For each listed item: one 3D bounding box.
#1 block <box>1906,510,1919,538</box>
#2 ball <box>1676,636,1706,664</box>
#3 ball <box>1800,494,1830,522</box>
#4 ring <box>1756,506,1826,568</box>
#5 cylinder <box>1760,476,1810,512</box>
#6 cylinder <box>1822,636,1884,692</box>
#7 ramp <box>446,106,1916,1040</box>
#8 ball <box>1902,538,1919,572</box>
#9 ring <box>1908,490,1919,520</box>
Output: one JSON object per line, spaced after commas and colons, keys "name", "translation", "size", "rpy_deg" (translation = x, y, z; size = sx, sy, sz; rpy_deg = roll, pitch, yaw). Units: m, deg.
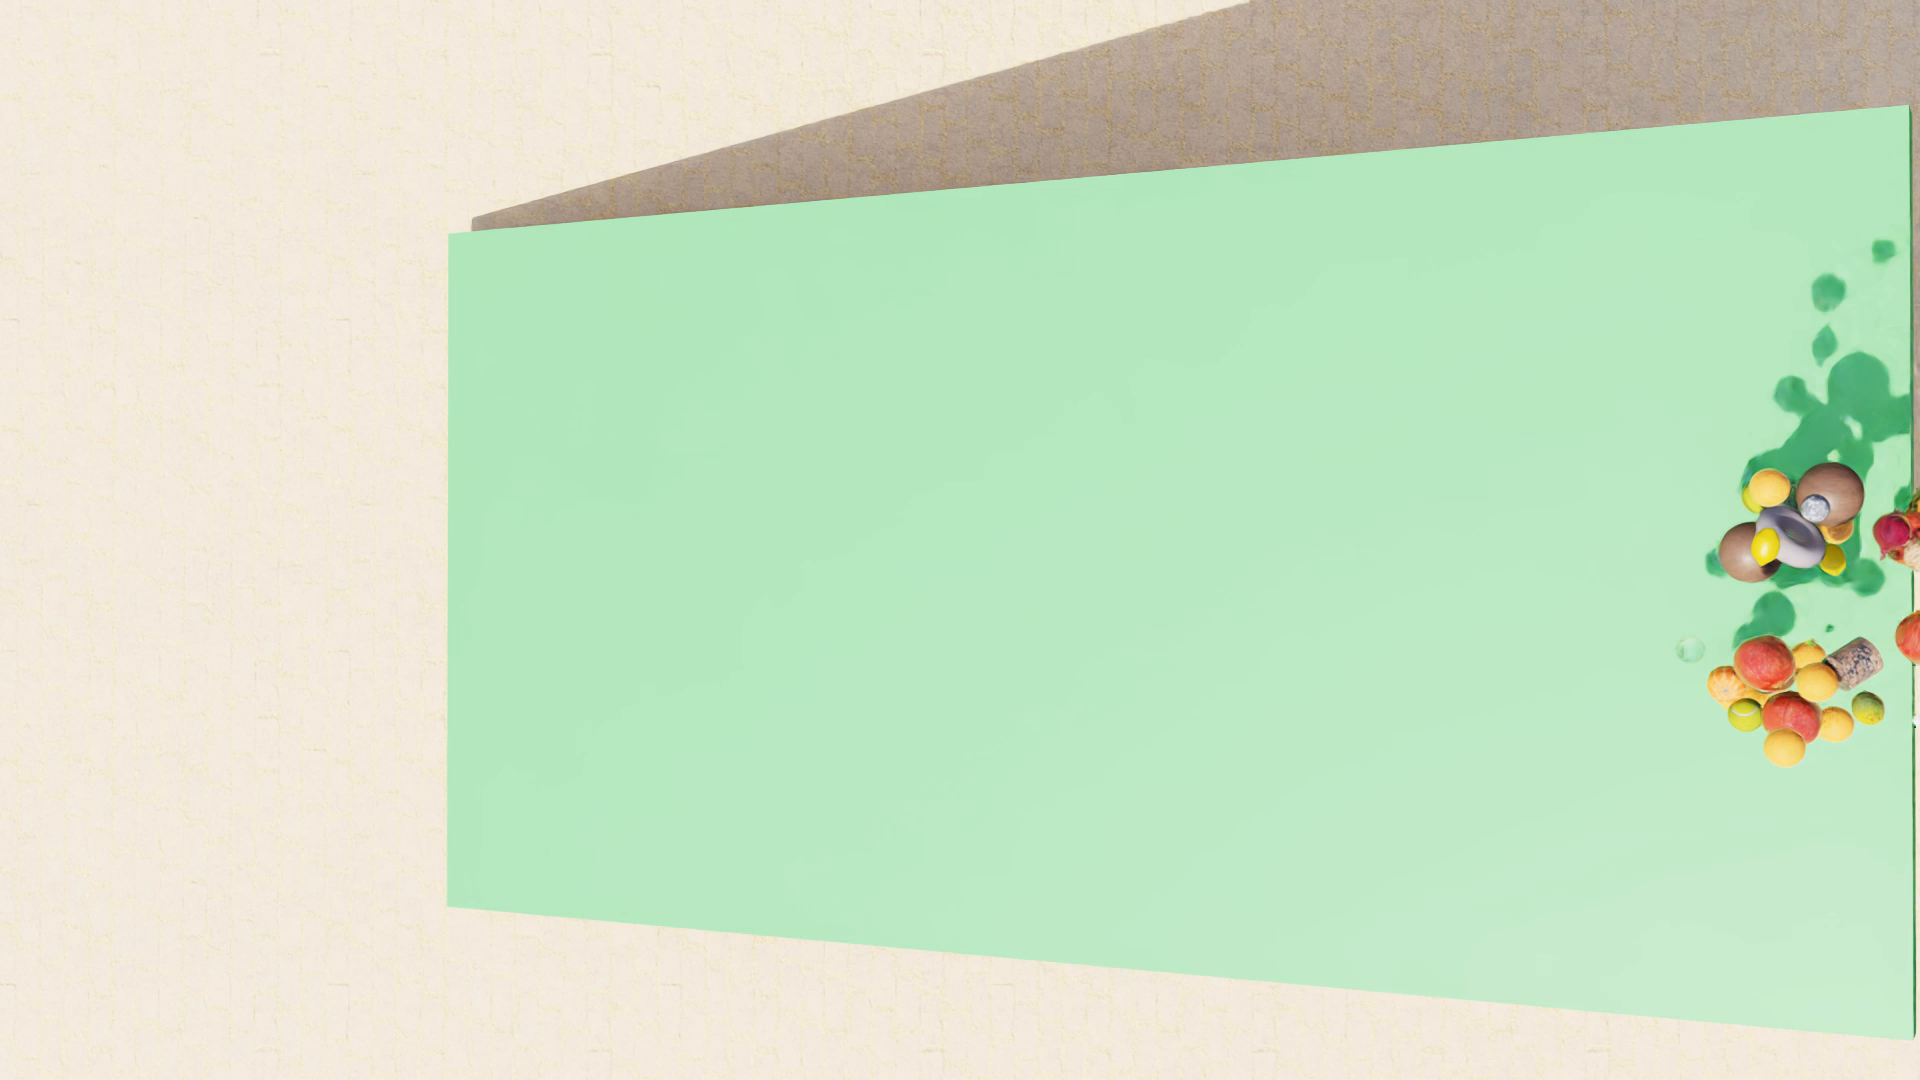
{"name": "block", "translation": [1.963, -0.025, 4.393], "size": [0.079, 0.079, 0.079], "rpy_deg": [24, 103, -15]}
{"name": "ball", "translation": [1.534, 0.230, 4.616], "size": [0.058, 0.058, 0.058], "rpy_deg": [0, 89, 0]}
{"name": "ball", "translation": [1.519, -0.056, 3.905], "size": [0.050, 0.050, 0.050], "rpy_deg": [0, 89, 0]}
{"name": "ring", "translation": [1.669, -0.006, 4.415], "size": [0.150, 0.150, 0.050], "rpy_deg": [28, 133, 0]}
{"name": "cylinder", "translation": [1.745, -0.076, 4.625], "size": [0.083, 0.083, 0.083], "rpy_deg": [38, 90, 5]}
{"name": "cylinder", "translation": [1.619, 0.225, 3.986], "size": [0.073, 0.073, 0.073], "rpy_deg": [-30, 89, -9]}
{"name": "ramp", "translation": [0.278, 0.079, 5.660], "size": [4.000, 0.100, 2.000], "rpy_deg": [0, 89, 27]}
{"name": "ball", "translation": [1.844, 0.028, 4.215], "size": [0.067, 0.067, 0.067], "rpy_deg": [0, 89, 0]}
{"name": "ring", "translation": [1.978, -0.071, 4.450], "size": [0.117, 0.039, 0.117], "rpy_deg": [-2, 132, -2]}
